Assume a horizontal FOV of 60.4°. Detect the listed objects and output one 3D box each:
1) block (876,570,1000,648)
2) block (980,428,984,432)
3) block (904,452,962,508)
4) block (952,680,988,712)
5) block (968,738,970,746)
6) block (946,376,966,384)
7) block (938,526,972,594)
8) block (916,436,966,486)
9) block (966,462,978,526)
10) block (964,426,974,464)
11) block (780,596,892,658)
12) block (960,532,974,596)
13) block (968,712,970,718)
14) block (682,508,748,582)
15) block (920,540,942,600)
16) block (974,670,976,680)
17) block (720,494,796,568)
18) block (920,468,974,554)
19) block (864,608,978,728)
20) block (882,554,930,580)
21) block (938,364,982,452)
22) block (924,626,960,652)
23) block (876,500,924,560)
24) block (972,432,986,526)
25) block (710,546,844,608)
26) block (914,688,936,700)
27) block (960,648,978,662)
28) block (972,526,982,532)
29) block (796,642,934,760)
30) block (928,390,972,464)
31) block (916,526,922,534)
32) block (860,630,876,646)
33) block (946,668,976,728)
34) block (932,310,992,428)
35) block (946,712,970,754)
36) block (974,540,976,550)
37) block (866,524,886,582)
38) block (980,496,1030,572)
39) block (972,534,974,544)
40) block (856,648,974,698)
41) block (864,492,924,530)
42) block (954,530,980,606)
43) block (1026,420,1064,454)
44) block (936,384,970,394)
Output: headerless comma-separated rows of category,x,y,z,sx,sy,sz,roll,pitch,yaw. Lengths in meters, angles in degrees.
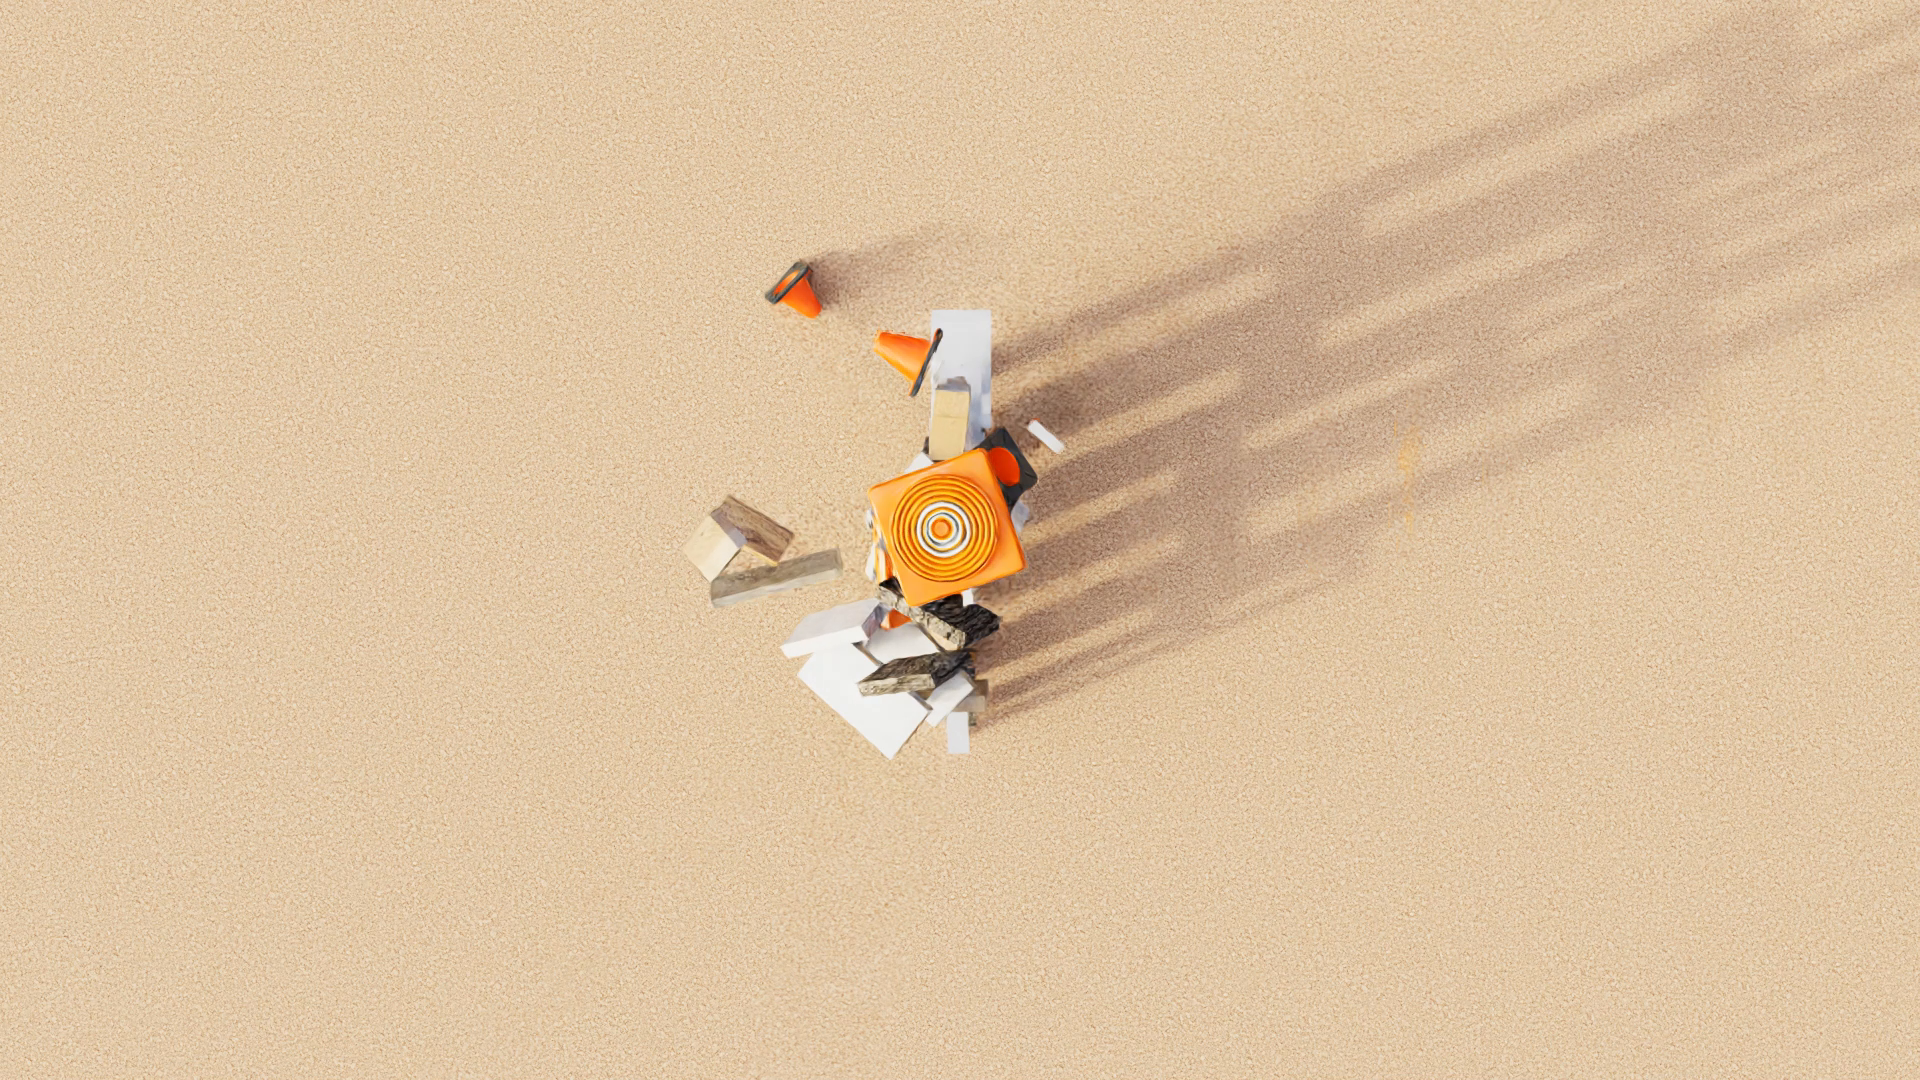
block,-0.058,0.175,4.278,0.298,0.149,0.042,28,120,29
block,0.001,-0.450,5.177,0.151,0.043,0.302,0,90,0
block,-0.067,-0.151,4.153,0.137,0.019,0.068,43,102,-1
block,-0.004,0.481,5.094,0.174,0.379,0.049,-2,92,3
block,-0.004,0.644,5.328,0.065,0.343,0.018,0,90,0
block,-0.007,-0.390,4.380,0.051,0.015,0.103,-5,54,0
block,-0.015,0.059,5.031,0.107,0.030,0.213,-2,90,2
block,-0.043,-0.209,4.312,0.117,0.233,0.033,0,119,7
block,0.002,-0.130,4.679,0.091,0.026,0.182,1,91,-1
block,-0.013,-0.253,4.277,0.089,0.191,0.025,8,117,-5
block,-0.331,0.232,4.419,0.298,0.149,0.042,-16,114,37
block,-0.009,0.076,5.274,0.104,0.030,0.209,0,90,2
block,-0.004,0.557,5.221,0.065,0.130,0.018,-4,90,1
block,-0.647,0.016,4.341,0.117,0.263,0.033,49,57,0
block,-0.074,0.077,4.226,0.019,0.068,0.137,14,73,7
block,0.004,0.444,5.406,0.094,0.187,0.027,0,90,0
block,-0.576,-0.026,4.563,0.215,0.030,0.108,31,63,-9
block,-0.035,-0.073,4.235,0.117,0.033,0.233,8,121,3
block,-0.130,0.365,4.884,0.174,0.049,0.348,-45,81,14
block,-0.154,0.080,4.990,0.158,0.079,0.022,-14,104,9
block,-0.001,-0.359,4.514,0.117,0.033,0.235,1,90,0
block,-0.064,0.296,5.263,0.107,0.030,0.214,-13,86,18
block,-0.153,-0.026,4.213,0.068,0.019,0.137,28,91,12
block,0.005,-0.180,4.895,0.139,0.039,0.278,0,90,0
block,-0.528,0.107,4.752,0.384,0.108,0.030,-14,124,1
block,-0.130,0.441,4.678,0.049,0.349,0.175,45,105,0
block,0.001,0.376,5.393,0.107,0.214,0.030,2,89,0
block,0.004,-0.159,5.213,0.134,0.038,0.268,0,90,0
block,-0.260,0.415,4.505,0.349,0.049,0.175,40,104,11
block,-0.027,-0.285,4.172,0.089,0.025,0.178,6,84,7
block,-0.131,-0.033,4.962,0.158,0.079,0.022,4,90,-12
block,-0.300,0.292,4.720,0.049,0.349,0.175,37,103,0
block,0.002,0.507,5.299,0.094,0.027,0.187,-2,90,1
block,0.004,-0.495,4.791,0.171,0.048,0.341,0,90,0
block,-0.006,0.600,5.147,0.065,0.018,0.130,-3,91,0
block,-0.004,0.013,5.394,0.104,0.209,0.030,3,88,2
block,-0.246,0.037,4.944,0.022,0.079,0.158,12,103,-19
block,0.116,-0.016,4.266,0.026,0.091,0.182,20,77,30
block,-0.011,-0.007,5.152,0.107,0.213,0.030,1,91,2
block,-0.121,0.348,4.313,0.149,0.298,0.042,-31,103,-42
block,-0.158,-0.091,4.643,0.215,0.108,0.030,-19,80,-14
block,0.019,0.071,4.197,0.026,0.091,0.182,-7,92,13
block,0.205,-0.251,3.984,0.091,0.182,0.026,40,94,-2
block,-0.019,-0.371,4.283,0.089,0.178,0.025,-2,109,2
